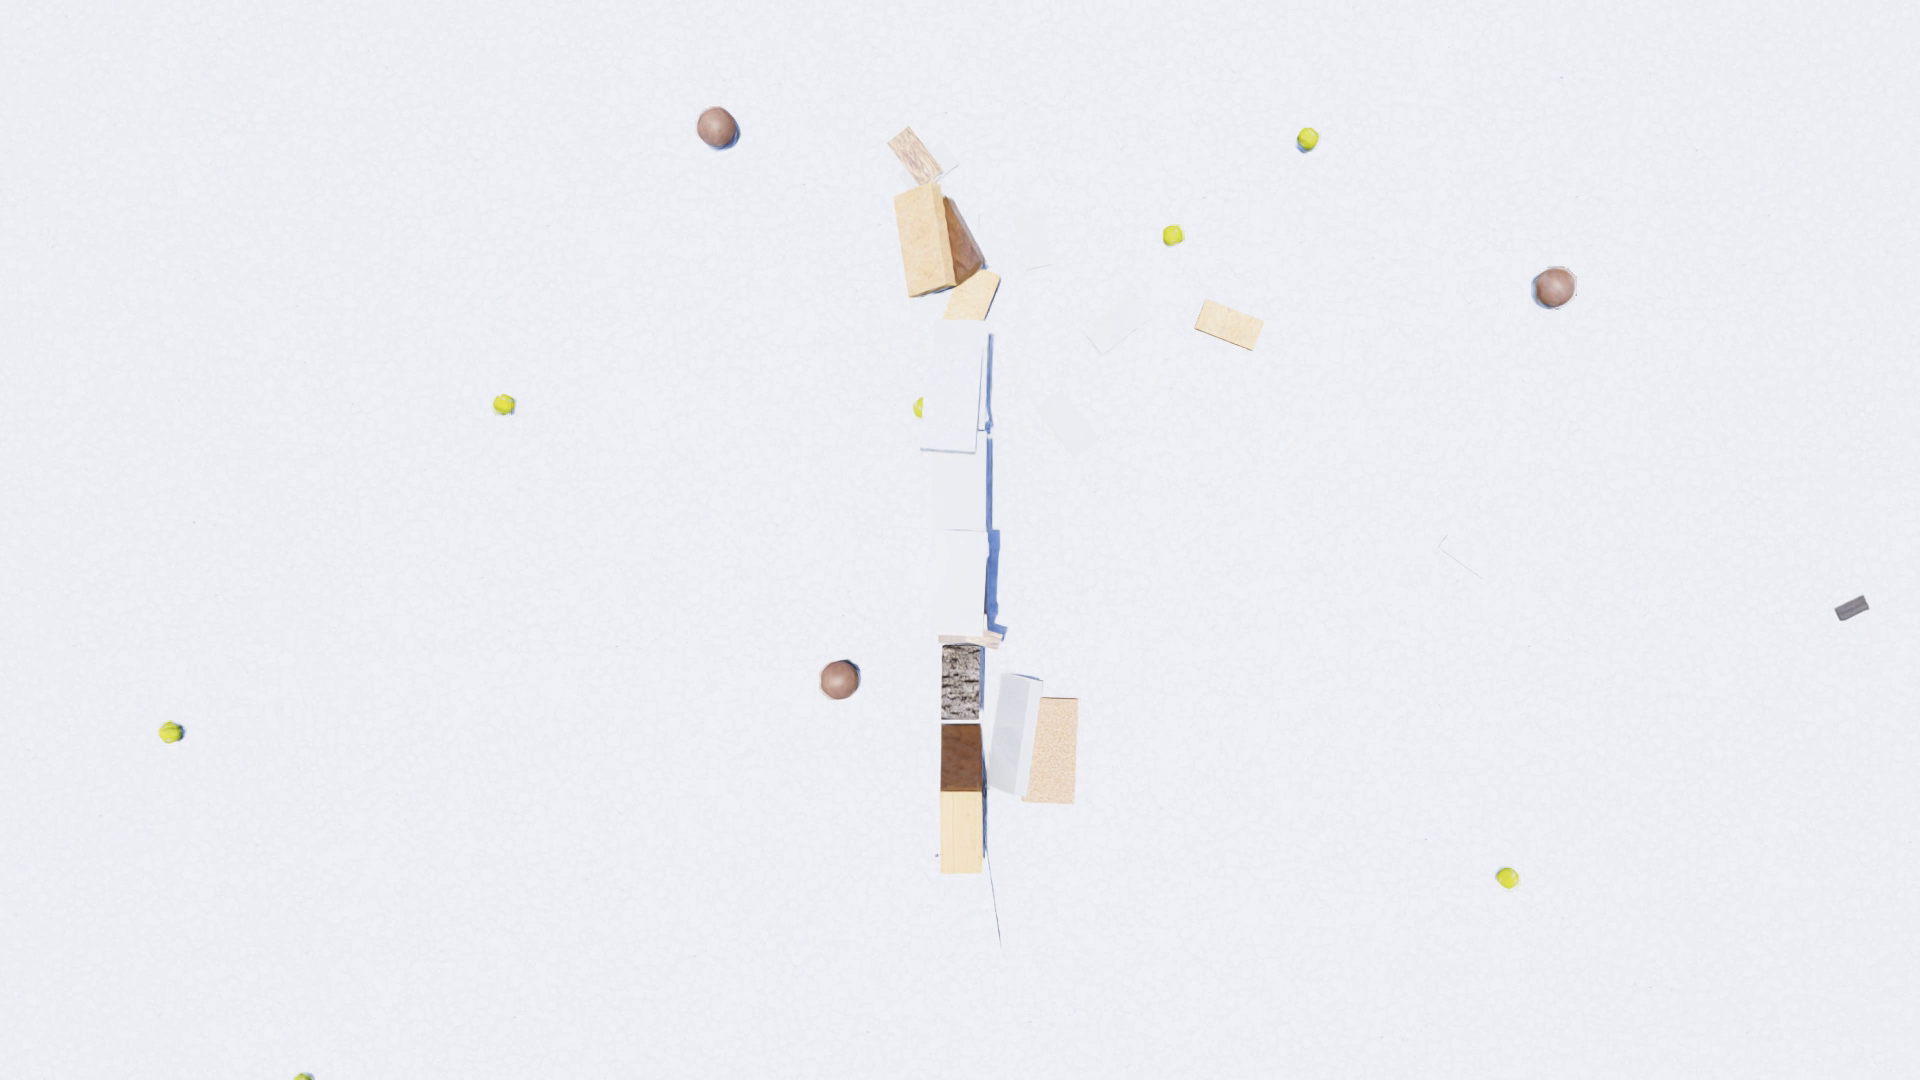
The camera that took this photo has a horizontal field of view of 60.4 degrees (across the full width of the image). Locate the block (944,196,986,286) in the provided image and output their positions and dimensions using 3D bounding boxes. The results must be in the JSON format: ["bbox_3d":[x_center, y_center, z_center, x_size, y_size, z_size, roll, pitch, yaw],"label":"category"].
[{"bbox_3d":[-0.023,-0.980,5.405,0.130,0.037,0.259,-38,69,32],"label":"block"}]

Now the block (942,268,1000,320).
[{"bbox_3d":[0.027,-0.775,5.452,0.130,0.037,0.259,21,97,-3],"label":"block"}]

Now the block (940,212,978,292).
[{"bbox_3d":[-0.003,-0.956,5.482,0.130,0.037,0.259,0,90,0],"label":"block"}]

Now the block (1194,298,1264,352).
[{"bbox_3d":[0.895,-0.715,5.485,0.208,0.029,0.104,21,90,0],"label":"block"}]

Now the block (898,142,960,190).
[{"bbox_3d":[-0.103,-1.232,5.487,0.185,0.026,0.092,-37,90,0],"label":"block"}]

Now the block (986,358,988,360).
[{"bbox_3d":[0.015,-0.578,5.373,0.126,0.252,0.036,29,80,0],"label":"block"}]

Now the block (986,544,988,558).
[{"bbox_3d":[0.008,0.030,4.991,0.152,0.304,0.043,0,90,0],"label":"block"}]

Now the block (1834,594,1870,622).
[{"bbox_3d":[2.971,0.227,5.493,0.103,0.015,0.051,-26,90,0],"label":"block"}]

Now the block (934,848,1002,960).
[{"bbox_3d":[0.027,1.207,5.476,0.173,0.049,0.346,-8,90,0],"label":"block"}]

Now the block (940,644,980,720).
[{"bbox_3d":[0.002,0.450,5.240,0.121,0.034,0.242,1,90,0],"label":"block"}]

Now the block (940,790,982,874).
[{"bbox_3d":[0.004,0.933,5.276,0.134,0.038,0.267,0,96,0],"label":"block"}]

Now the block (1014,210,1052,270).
[{"bbox_3d":[0.244,-0.998,5.487,0.092,0.026,0.184,-12,90,0],"label":"block"}]

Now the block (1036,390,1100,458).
[{"bbox_3d":[0.358,-0.387,5.485,0.104,0.029,0.208,-37,90,0],"label":"block"}]

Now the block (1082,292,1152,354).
[{"bbox_3d":[0.523,-0.719,5.485,0.208,0.029,0.104,-38,90,0],"label":"block"}]

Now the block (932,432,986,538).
[{"bbox_3d":[-0.004,-0.171,5.141,0.167,0.047,0.335,0,91,0],"label":"block"}]

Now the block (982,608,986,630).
[{"bbox_3d":[0.002,0.240,4.991,0.152,0.304,0.043,-2,91,0],"label":"block"}]

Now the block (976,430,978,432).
[{"bbox_3d":[-0.005,-0.375,5.374,0.126,0.252,0.036,0,89,0],"label":"block"}]

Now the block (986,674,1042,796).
[{"bbox_3d":[0.176,0.637,5.414,0.049,0.173,0.374,8,90,-32],"label":"block"}]

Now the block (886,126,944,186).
[{"bbox_3d":[-0.149,-1.267,5.460,0.092,0.026,0.185,-38,90,1],"label":"block"}]

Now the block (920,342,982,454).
[{"bbox_3d":[-0.027,-0.439,5.109,0.169,0.048,0.338,4,80,1],"label":"block"}]

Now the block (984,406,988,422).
[{"bbox_3d":[0.010,-0.490,5.228,0.126,0.036,0.252,-9,90,1],"label":"block"}]

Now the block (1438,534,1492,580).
[{"bbox_3d":[1.682,0.056,5.493,0.183,0.015,0.051,35,90,0],"label":"block"}]

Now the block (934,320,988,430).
[{"bbox_3d":[-0.003,-0.520,5.186,0.169,0.048,0.338,2,90,0],"label":"block"}]

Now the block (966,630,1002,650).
[{"bbox_3d":[0.075,0.304,5.136,0.103,0.015,0.051,18,90,0],"label":"block"}]

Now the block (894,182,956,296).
[{"bbox_3d":[-0.117,-0.986,5.421,0.169,0.048,0.338,-10,87,41],"label":"block"}]

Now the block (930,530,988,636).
[{"bbox_3d":[-0.004,0.126,4.817,0.152,0.043,0.304,3,90,0],"label":"block"}]

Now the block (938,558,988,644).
[{"bbox_3d":[0.008,0.165,5.166,0.156,0.044,0.312,-1,90,0],"label":"block"}]

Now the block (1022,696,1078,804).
[{"bbox_3d":[0.299,0.697,5.476,0.173,0.049,0.346,2,90,0],"label":"block"}]

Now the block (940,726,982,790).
[{"bbox_3d":[0.004,0.717,5.387,0.134,0.267,0.038,0,131,0],"label":"block"}]
